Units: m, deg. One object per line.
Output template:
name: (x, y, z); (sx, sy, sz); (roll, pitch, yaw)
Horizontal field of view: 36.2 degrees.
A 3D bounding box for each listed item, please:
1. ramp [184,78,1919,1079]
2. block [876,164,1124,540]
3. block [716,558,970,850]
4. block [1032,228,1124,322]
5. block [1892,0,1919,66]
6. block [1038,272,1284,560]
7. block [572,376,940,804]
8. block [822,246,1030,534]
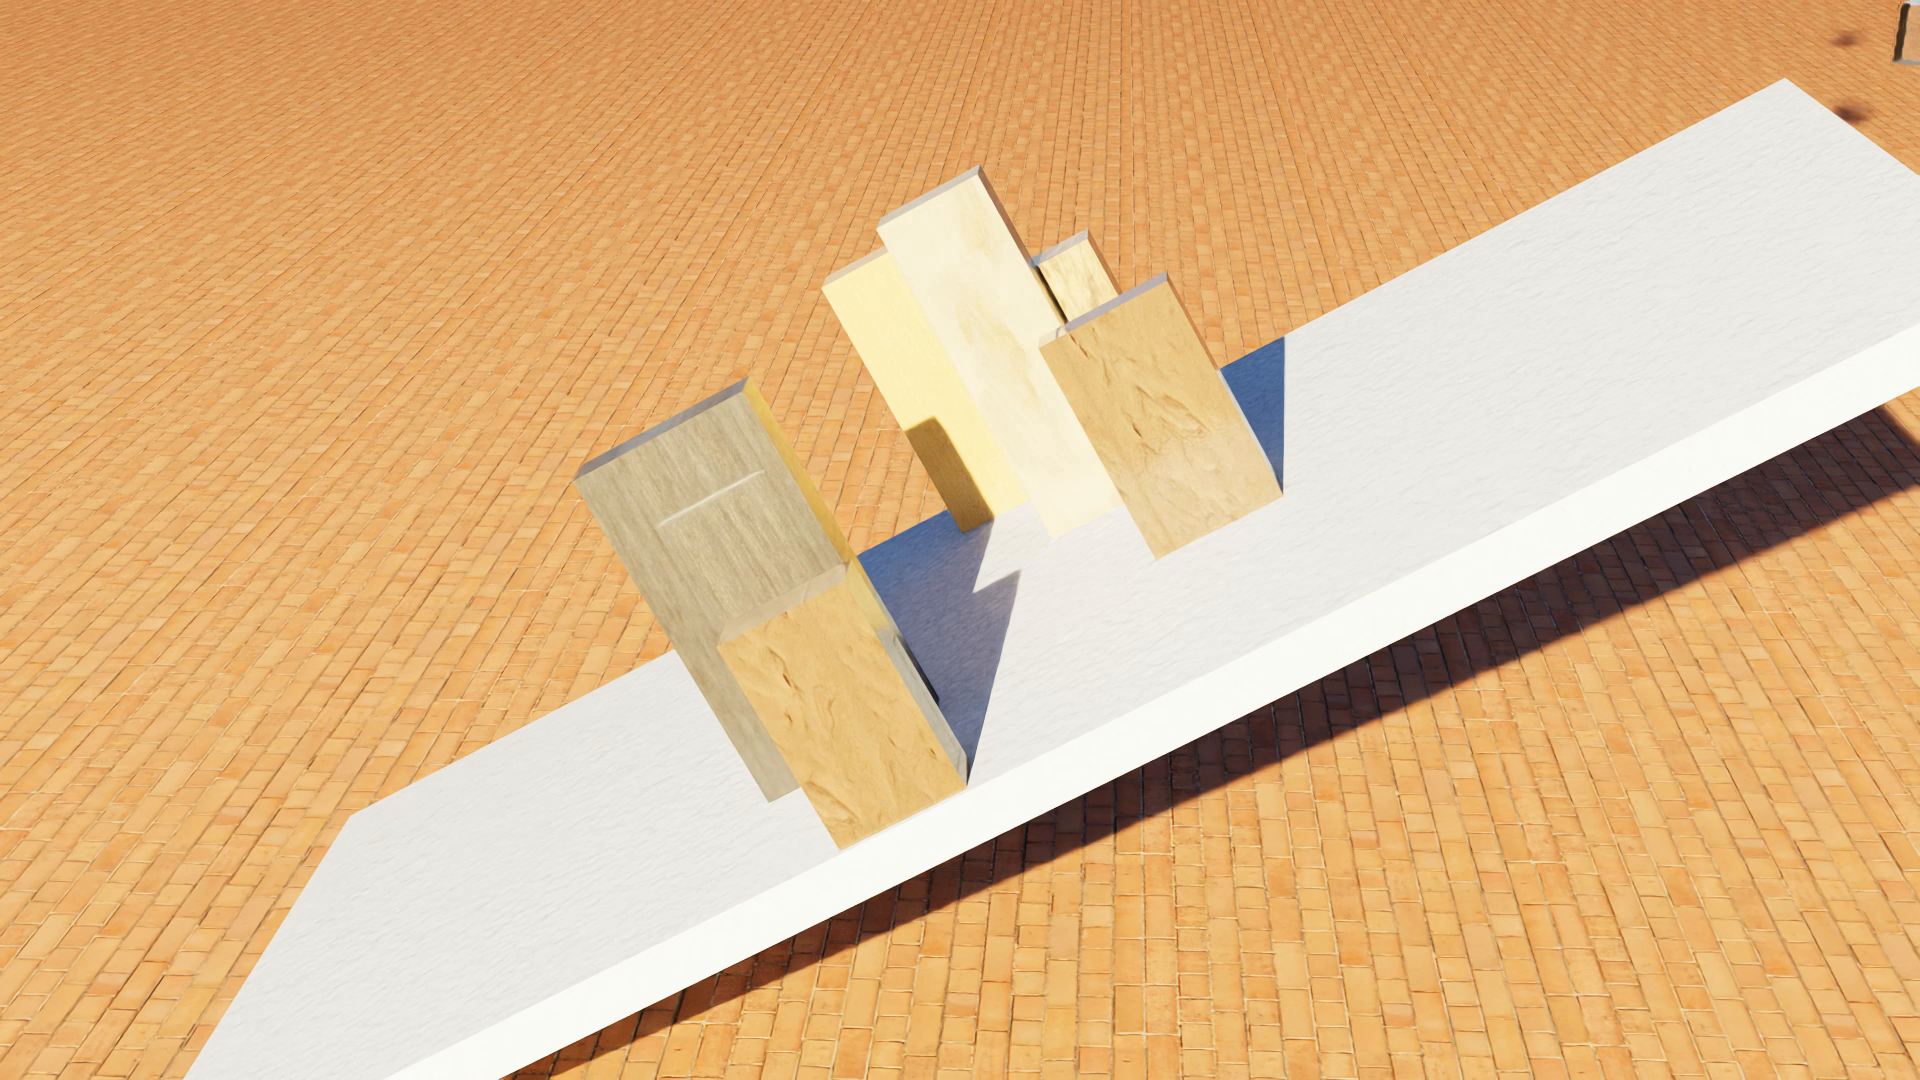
ramp: (0.141, 0.167, 6.282); (4.000, 0.100, 2.000); (-27, 14, 11)
block: (0.124, -0.409, 6.467); (0.249, 0.797, 0.121); (-27, 14, 11)
block: (-0.209, 0.303, 5.380); (0.266, 0.451, 0.129); (-27, 14, 11)
block: (0.263, -0.372, 6.585); (0.342, 0.542, 0.122); (-27, 14, 11)
block: (1.899, -0.986, 5.734); (0.114, 0.114, 0.114); (14, 20, 28)
block: (0.407, -0.250, 5.952); (0.290, 0.505, 0.092); (-27, 14, 11)
block: (-0.396, 0.103, 5.806); (0.382, 0.761, 0.120); (-27, 14, 11)
block: (0.010, -0.401, 6.912); (0.377, 0.676, 0.119); (-27, 14, 11)
